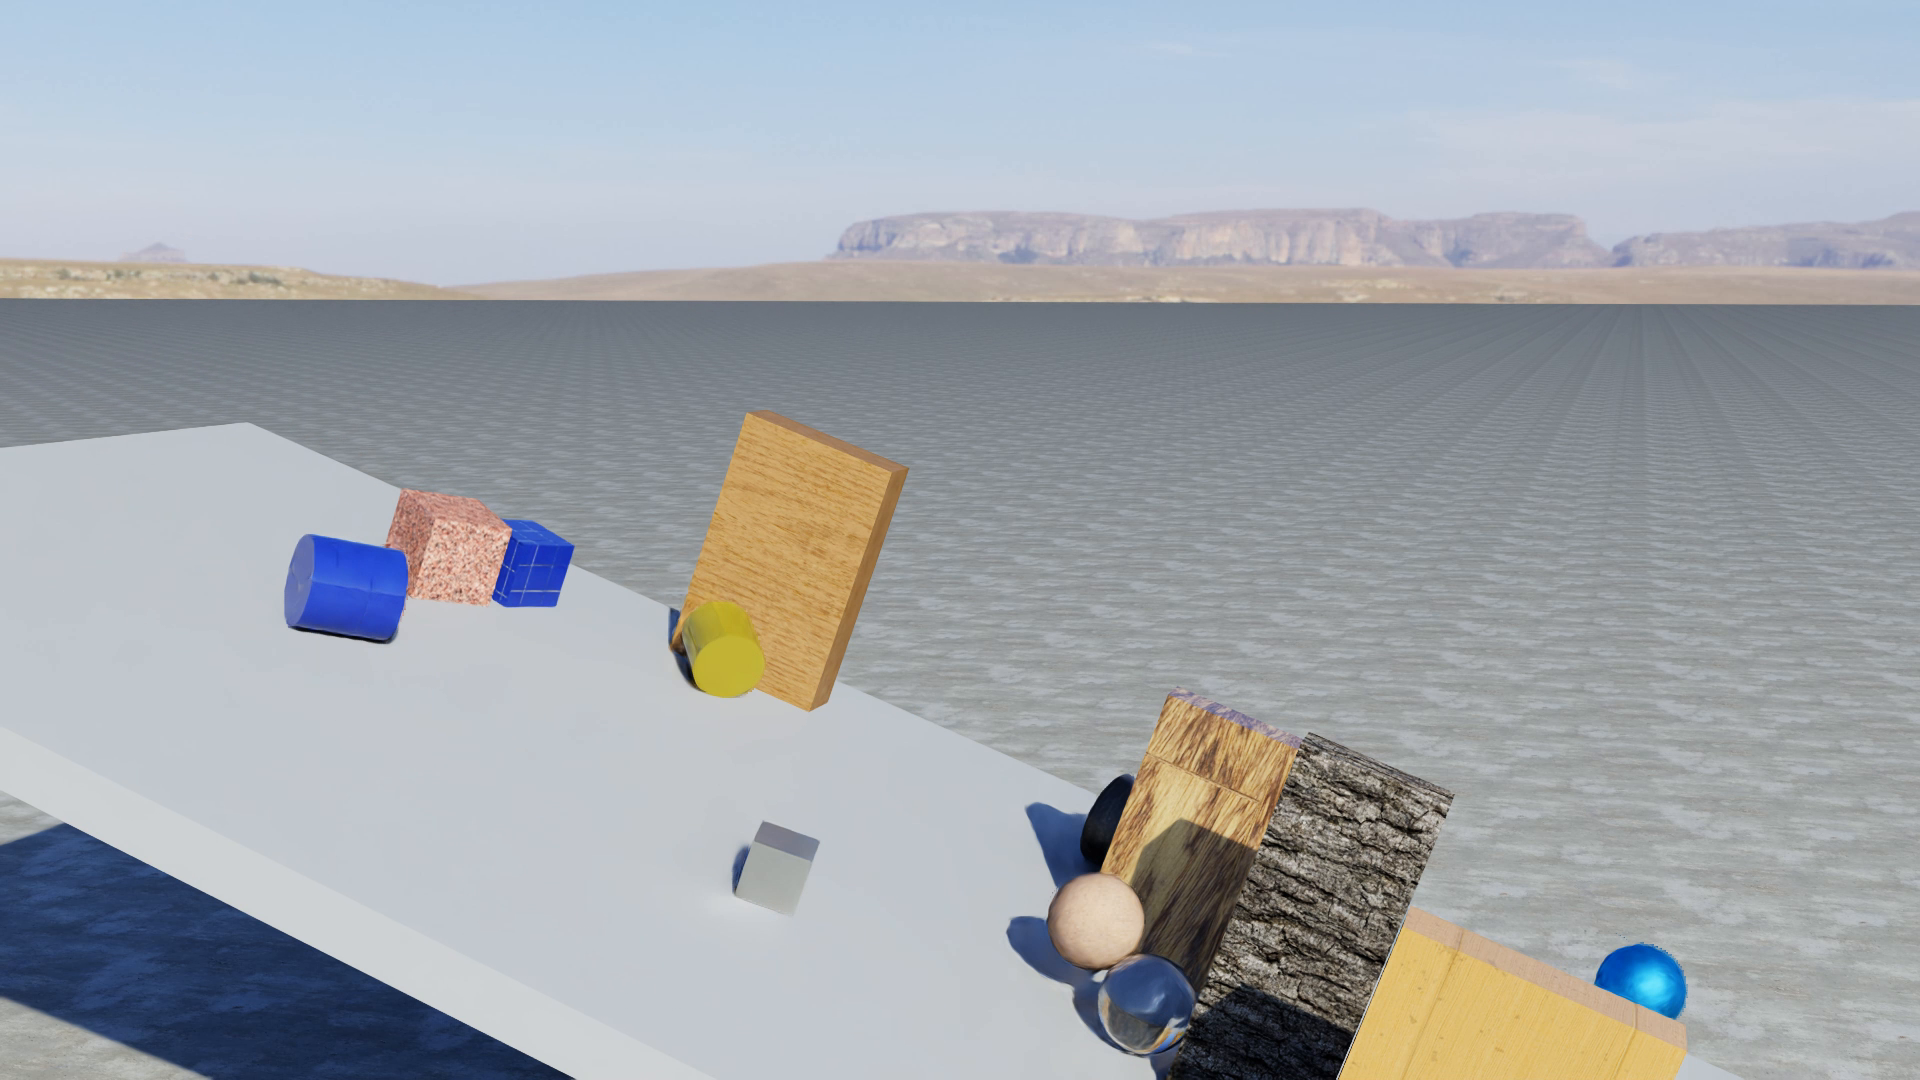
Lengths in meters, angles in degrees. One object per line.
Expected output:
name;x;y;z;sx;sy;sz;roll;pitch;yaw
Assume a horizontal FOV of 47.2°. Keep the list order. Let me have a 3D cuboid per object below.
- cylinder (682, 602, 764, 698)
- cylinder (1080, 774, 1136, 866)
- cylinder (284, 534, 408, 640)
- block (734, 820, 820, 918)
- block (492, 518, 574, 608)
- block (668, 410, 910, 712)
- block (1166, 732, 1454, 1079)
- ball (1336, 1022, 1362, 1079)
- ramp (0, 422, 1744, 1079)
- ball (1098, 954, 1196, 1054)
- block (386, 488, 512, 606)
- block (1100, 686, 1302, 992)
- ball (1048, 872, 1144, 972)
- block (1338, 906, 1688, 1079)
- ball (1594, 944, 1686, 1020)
cylinder;-0.524;0.241;4.847;0.156;0.156;0.156;-2;28;-16
cylinder;0.388;0.618;4.571;0.197;0.197;0.197;27;20;29
cylinder;-1.223;0.094;4.378;0.187;0.187;0.187;12;0;-31
block;-0.320;0.577;3.862;0.109;0.109;0.109;20;12;0
block;-1.000;0.052;4.987;0.152;0.152;0.152;28;15;33
block;-0.388;0.045;4.960;0.362;0.579;0.120;23;13;13
block;0.569;0.663;3.609;0.253;0.641;0.094;23;13;13
ball;0.670;0.909;3.875;0.142;0.142;0.142;0;7;0
ramp;-0.332;0.606;4.210;4.000;0.100;2.000;23;13;13
ball;0.320;0.794;3.765;0.170;0.170;0.170;0;7;0
block;-1.135;0.017;4.851;0.186;0.186;0.186;9;16;-40
block;0.512;0.597;4.121;0.438;0.508;0.088;23;13;13
ball;0.239;0.672;3.871;0.172;0.172;0.172;0;7;0
block;0.700;0.865;3.060;0.397;0.588;0.107;23;13;13
ball;1.466;0.968;4.742;0.188;0.188;0.188;0;7;0
